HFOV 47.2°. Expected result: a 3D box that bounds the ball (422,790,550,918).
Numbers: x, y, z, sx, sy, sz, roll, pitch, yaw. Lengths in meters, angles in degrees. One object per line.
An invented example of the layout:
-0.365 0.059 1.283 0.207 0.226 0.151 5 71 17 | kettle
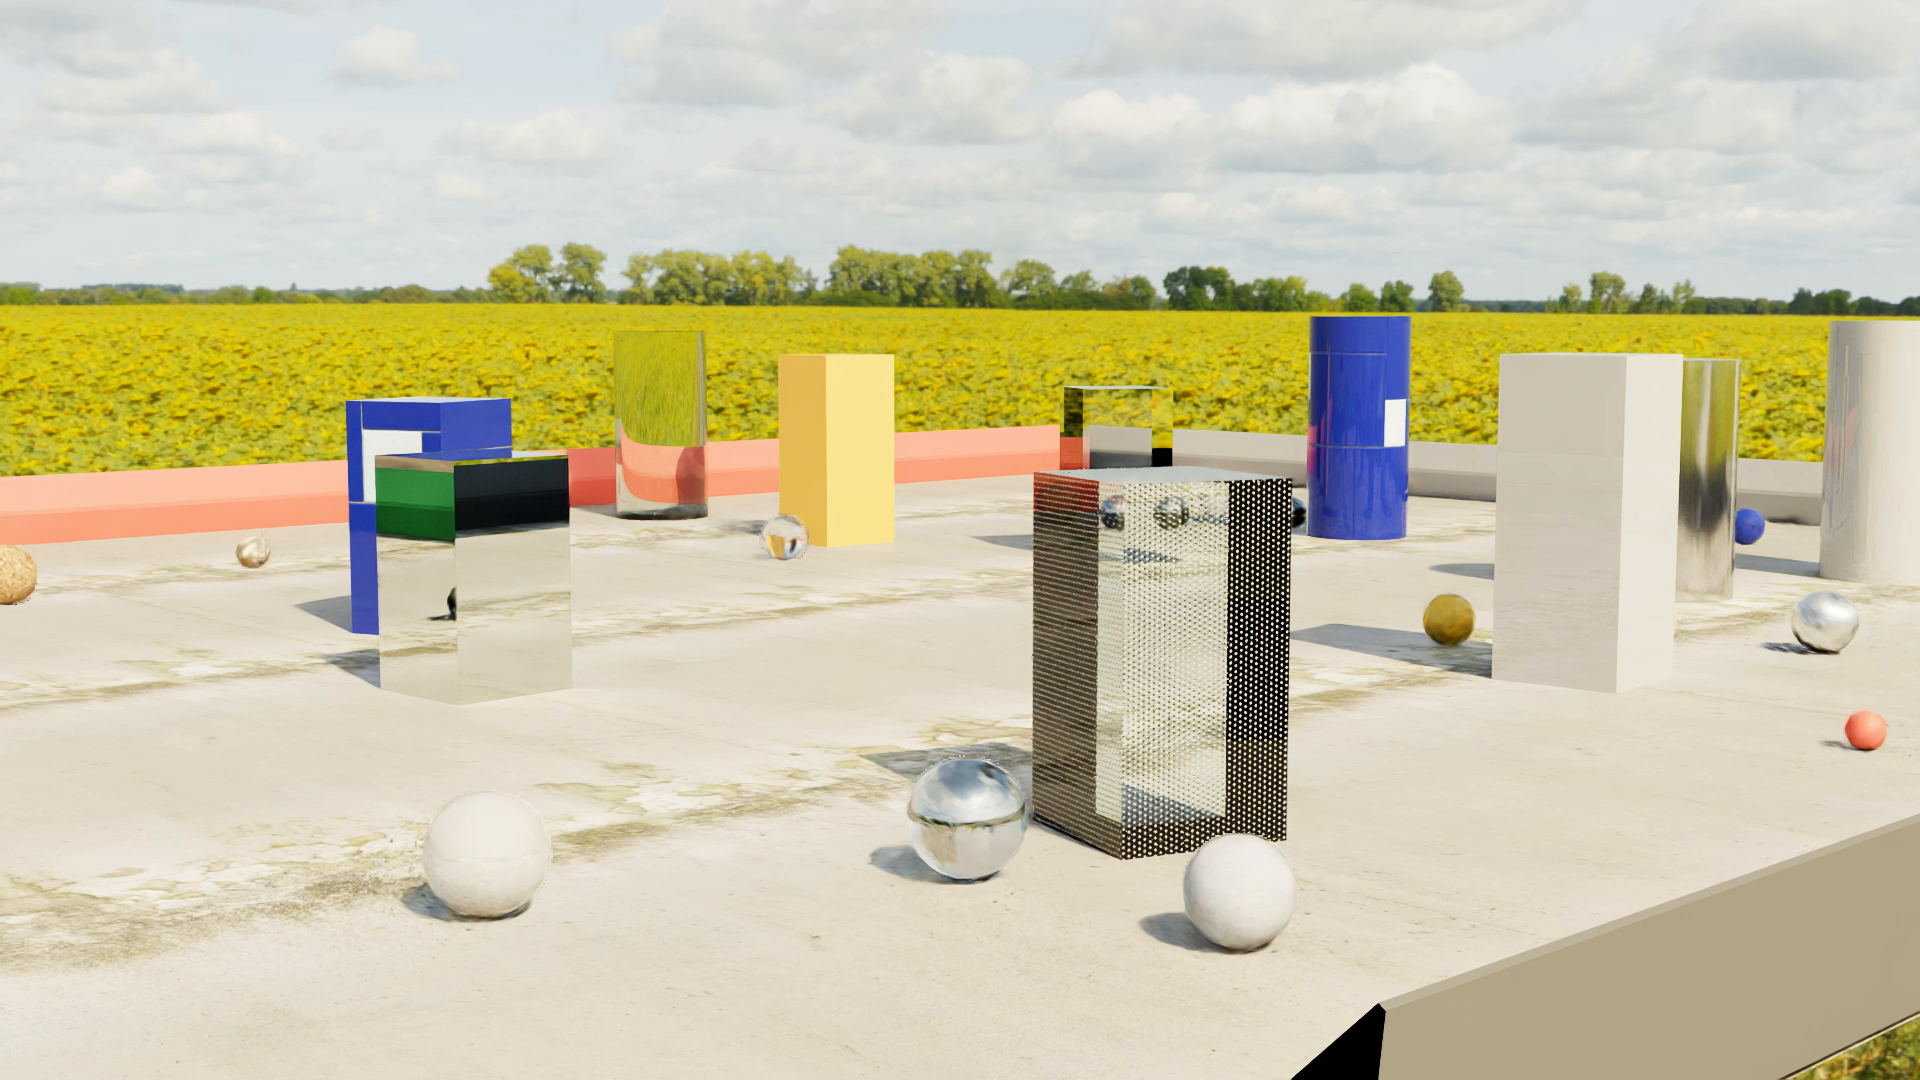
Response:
-0.349 0.232 1.620 0.093 0.093 0.093 0 6 0 | ball

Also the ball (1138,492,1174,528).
0.403 -0.060 4.518 0.073 0.073 0.073 0 6 0 | ball

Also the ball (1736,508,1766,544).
1.500 -0.026 4.200 0.071 0.071 0.071 0 6 0 | ball

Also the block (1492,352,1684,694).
0.757 -0.027 2.657 0.159 0.393 0.159 5 8 41 | block

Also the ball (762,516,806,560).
-0.315 -0.004 3.937 0.081 0.081 0.081 0 6 0 | ball

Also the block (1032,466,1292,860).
0.169 0.097 1.877 0.159 0.306 0.159 -3 7 -25 | block

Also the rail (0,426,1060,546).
-1.238 -0.105 4.666 4.333 0.129 0.045 -5 8 -42 | rail

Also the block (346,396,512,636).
-0.737 -0.035 3.070 0.159 0.322 0.159 3 7 24 | block

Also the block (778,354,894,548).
-0.239 -0.177 4.251 0.159 0.361 0.159 -5 8 -39 | block

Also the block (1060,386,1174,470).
0.283 -0.125 4.013 0.159 0.306 0.159 -2 6 -17 | block

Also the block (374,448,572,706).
-0.571 0.038 2.585 0.159 0.277 0.159 5 8 42 | block

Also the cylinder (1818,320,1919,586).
1.544 -0.150 3.660 0.199 0.428 0.199 0 6 0 | cylinder

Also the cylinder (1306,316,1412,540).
0.790 -0.225 4.359 0.199 0.434 0.199 0 6 0 | cylinder

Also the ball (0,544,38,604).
-1.451 0.053 3.342 0.091 0.091 0.091 0 6 0 | ball

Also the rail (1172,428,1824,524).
1.575 -0.117 4.777 0.045 0.129 3.699 -5 8 -42 | rail

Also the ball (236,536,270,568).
-1.225 0.022 3.808 0.057 0.057 0.057 0 6 0 | ball

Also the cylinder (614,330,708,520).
-0.647 -0.251 4.761 0.199 0.401 0.199 0 6 0 | cylinder

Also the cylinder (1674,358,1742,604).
1.112 -0.098 3.444 0.199 0.370 0.199 0 6 0 | cylinder

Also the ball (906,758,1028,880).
0.005 0.219 1.729 0.095 0.095 0.095 0 6 0 | ball

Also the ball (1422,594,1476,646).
0.653 0.106 2.936 0.070 0.070 0.070 0 6 0 | ball

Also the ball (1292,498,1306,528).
0.676 -0.055 4.481 0.063 0.063 0.063 0 6 0 | ball

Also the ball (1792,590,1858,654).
1.128 0.107 2.869 0.082 0.082 0.082 0 6 0 | ball

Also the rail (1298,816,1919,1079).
1.238 0.173 1.997 4.333 0.129 0.045 -5 8 -42 | rail

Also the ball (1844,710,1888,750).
0.922 0.194 2.236 0.040 0.040 0.040 0 6 0 | ball

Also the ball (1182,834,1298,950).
0.196 0.246 1.541 0.080 0.080 0.080 0 6 0 | ball
